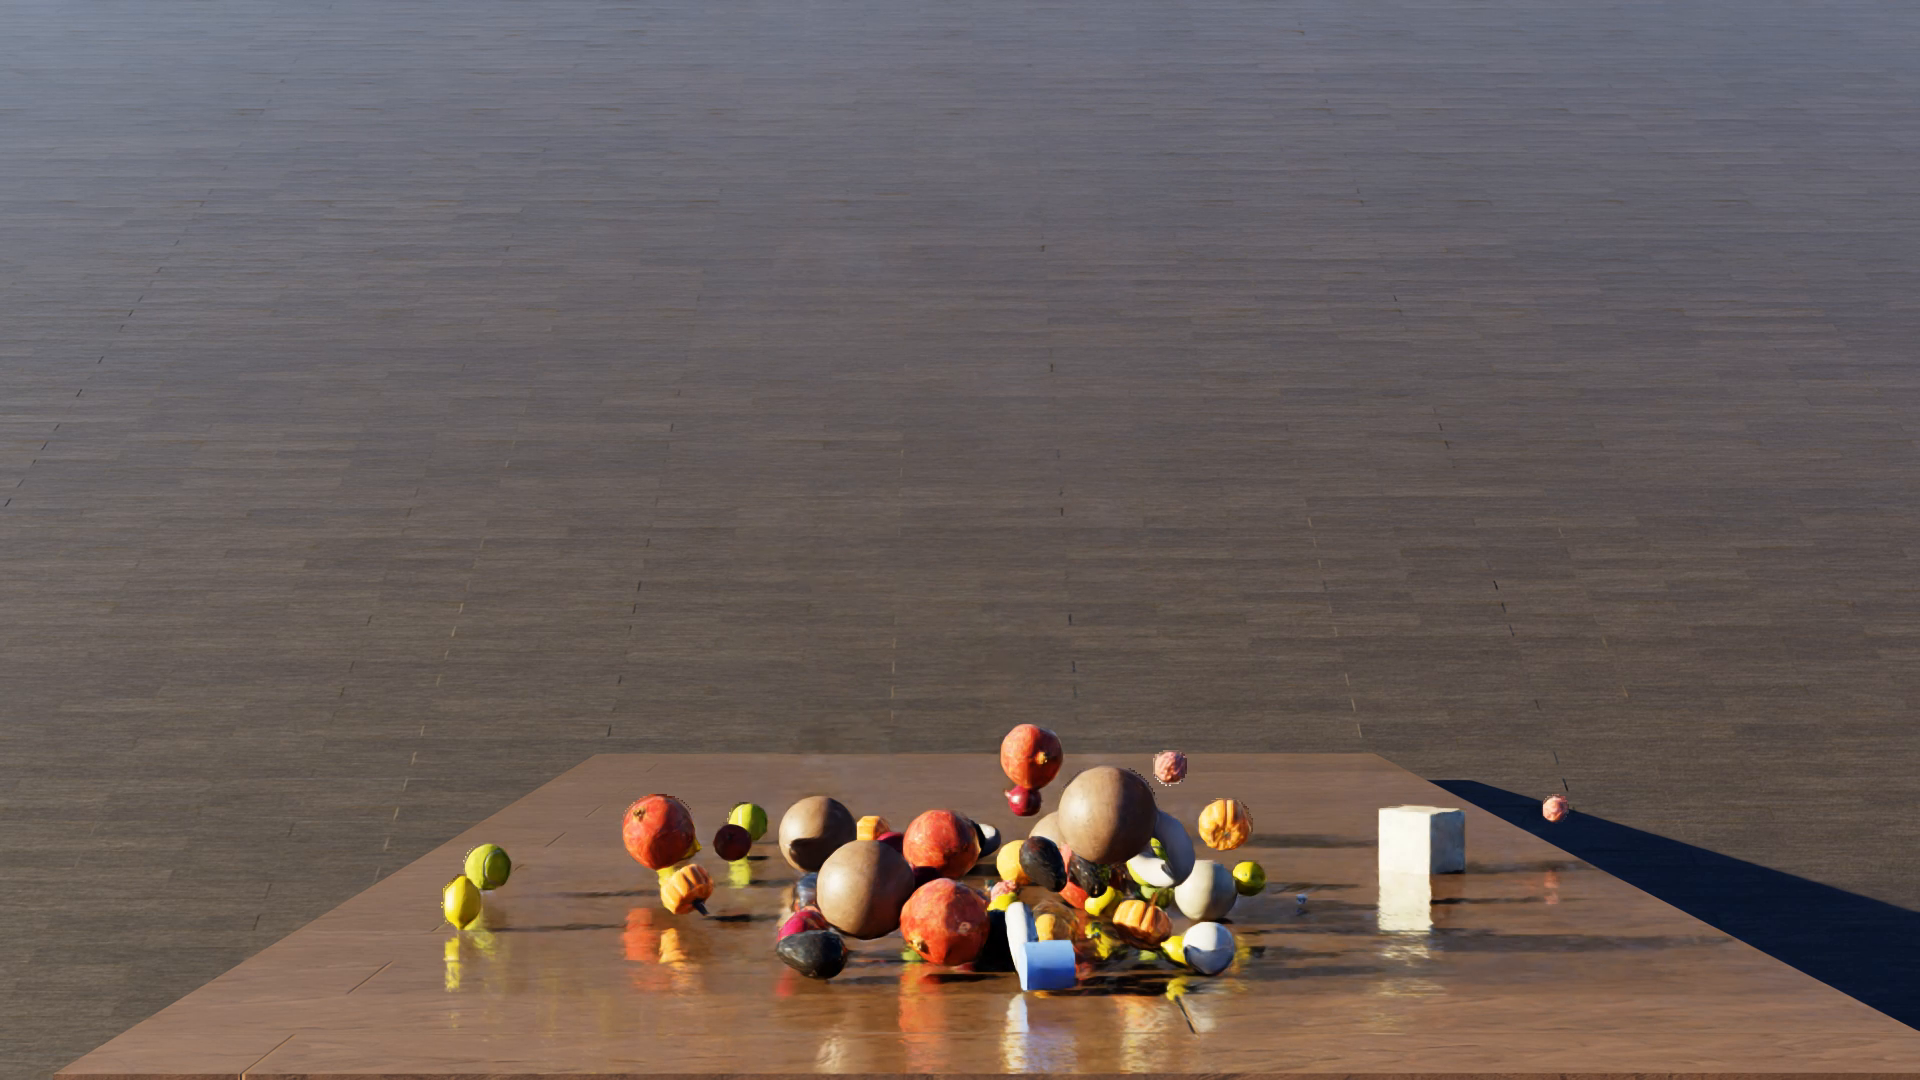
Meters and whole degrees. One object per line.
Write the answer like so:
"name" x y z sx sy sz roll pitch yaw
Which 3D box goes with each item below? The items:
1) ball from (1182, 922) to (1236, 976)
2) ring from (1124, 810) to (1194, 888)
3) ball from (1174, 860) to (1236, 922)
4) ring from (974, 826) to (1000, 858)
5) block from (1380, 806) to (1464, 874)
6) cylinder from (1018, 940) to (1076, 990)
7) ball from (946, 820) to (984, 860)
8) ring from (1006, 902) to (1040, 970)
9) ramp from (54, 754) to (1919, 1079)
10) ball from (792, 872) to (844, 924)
"ball" 0.314 0.514 3.261 0.067 0.067 0.067 0 30 0
"ring" 0.265 0.413 3.457 0.112 0.112 0.037 25 35 36
"ball" 0.352 0.503 3.712 0.090 0.090 0.090 0 30 0
"ring" 0.033 0.522 4.479 0.078 0.026 0.078 -12 28 7
"block" 0.769 0.499 4.306 0.099 0.099 0.099 0 0 -45
"cylinder" 0.105 0.513 3.120 0.059 0.059 0.059 1 29 -13
"ball" 0.009 0.512 4.421 0.068 0.068 0.068 0 30 0
"ring" 0.078 0.492 3.191 0.031 0.094 0.094 -10 31 -6
"ramp" 0.067 0.599 4.658 2.000 0.100 4.000 0 0 0
"ball" -0.202 0.511 3.696 0.075 0.075 0.075 0 30 0
